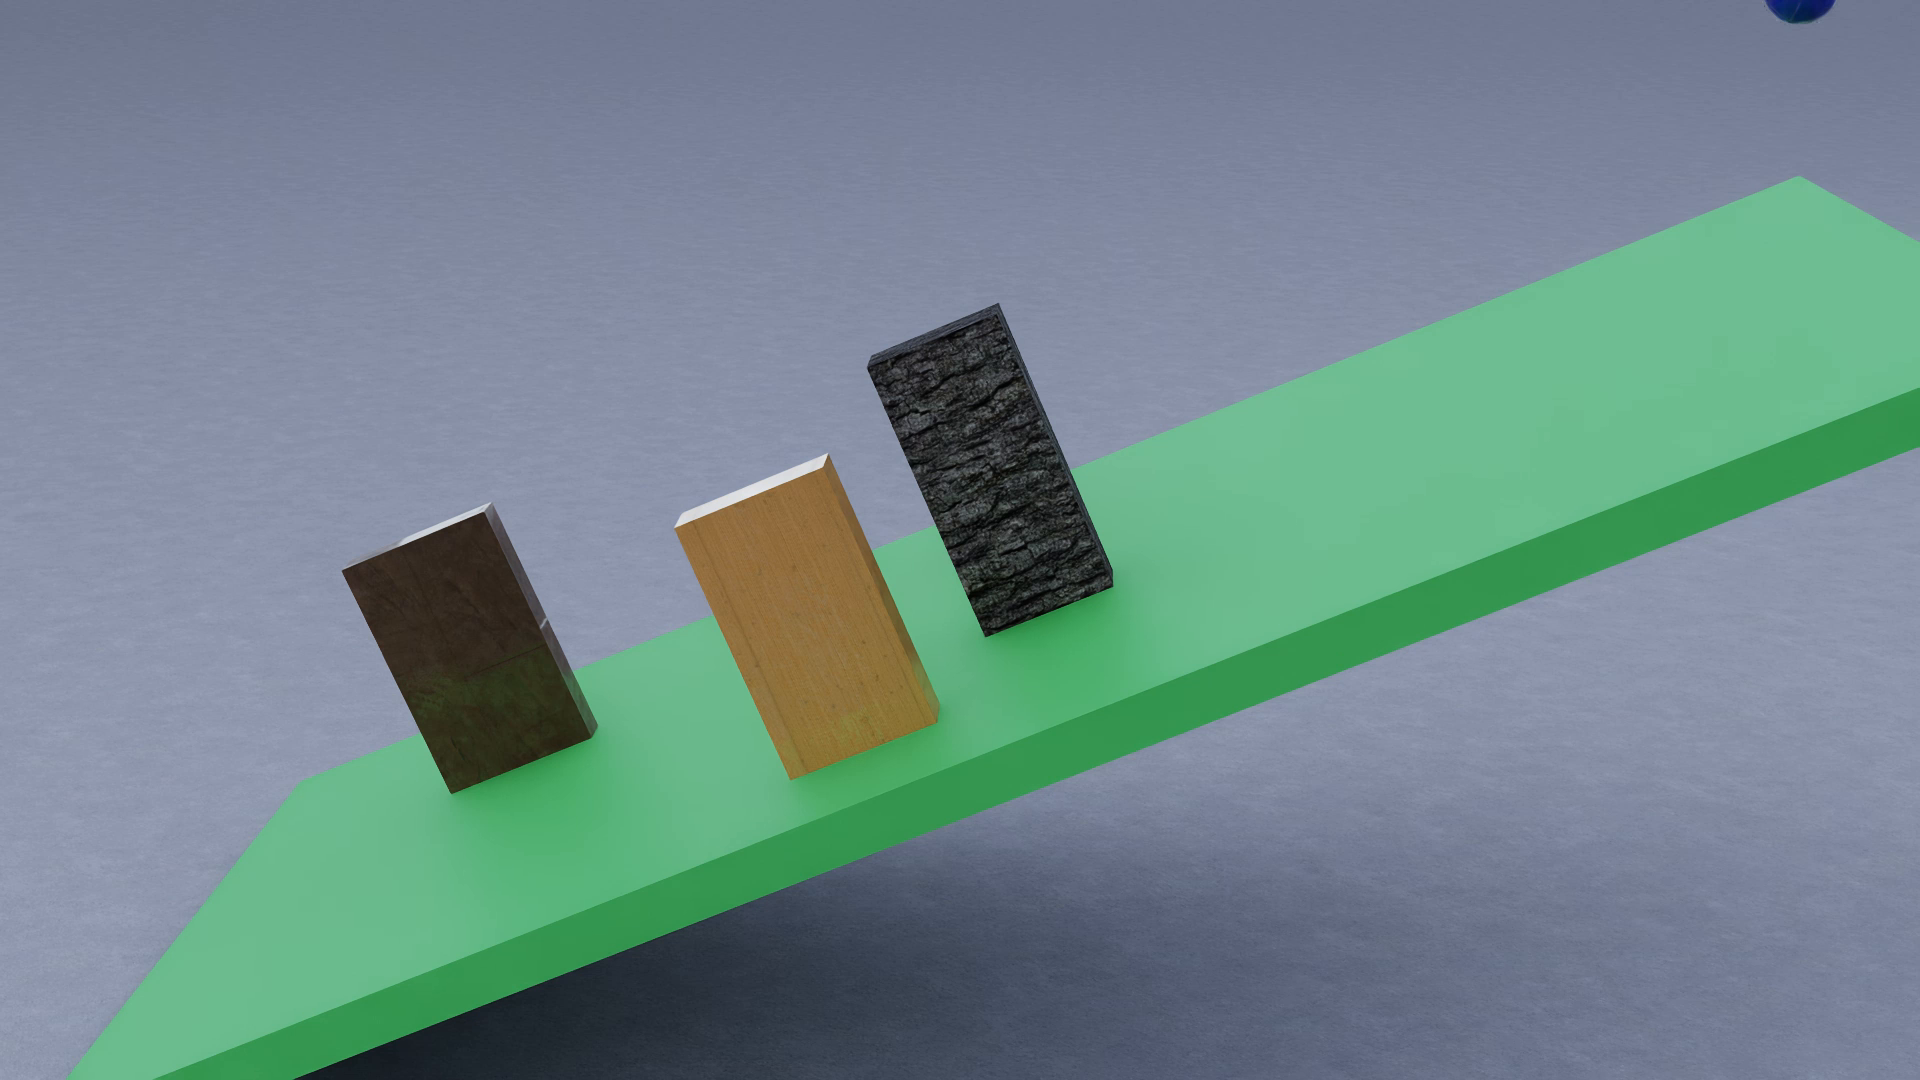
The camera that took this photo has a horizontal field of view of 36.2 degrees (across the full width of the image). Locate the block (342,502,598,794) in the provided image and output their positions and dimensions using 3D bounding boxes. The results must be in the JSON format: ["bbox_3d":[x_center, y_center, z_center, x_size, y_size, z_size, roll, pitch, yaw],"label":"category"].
[{"bbox_3d":[-1.108,0.247,6.667,0.356,0.572,0.090,-22,12,8],"label":"block"}]

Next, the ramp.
[{"bbox_3d":[0.128,0.171,6.287,4.000,0.100,2.000,-22,12,8],"label":"ramp"}]

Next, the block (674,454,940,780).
[{"bbox_3d":[-0.289,0.149,5.644,0.308,0.543,0.118,-22,12,8],"label":"block"}]

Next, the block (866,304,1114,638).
[{"bbox_3d":[0.066,-0.142,6.046,0.285,0.614,0.132,-22,12,8],"label":"block"}]

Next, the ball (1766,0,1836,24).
[{"bbox_3d":[1.692,-1.111,5.916,0.147,0.147,0.147,0,15,0],"label":"ball"}]
